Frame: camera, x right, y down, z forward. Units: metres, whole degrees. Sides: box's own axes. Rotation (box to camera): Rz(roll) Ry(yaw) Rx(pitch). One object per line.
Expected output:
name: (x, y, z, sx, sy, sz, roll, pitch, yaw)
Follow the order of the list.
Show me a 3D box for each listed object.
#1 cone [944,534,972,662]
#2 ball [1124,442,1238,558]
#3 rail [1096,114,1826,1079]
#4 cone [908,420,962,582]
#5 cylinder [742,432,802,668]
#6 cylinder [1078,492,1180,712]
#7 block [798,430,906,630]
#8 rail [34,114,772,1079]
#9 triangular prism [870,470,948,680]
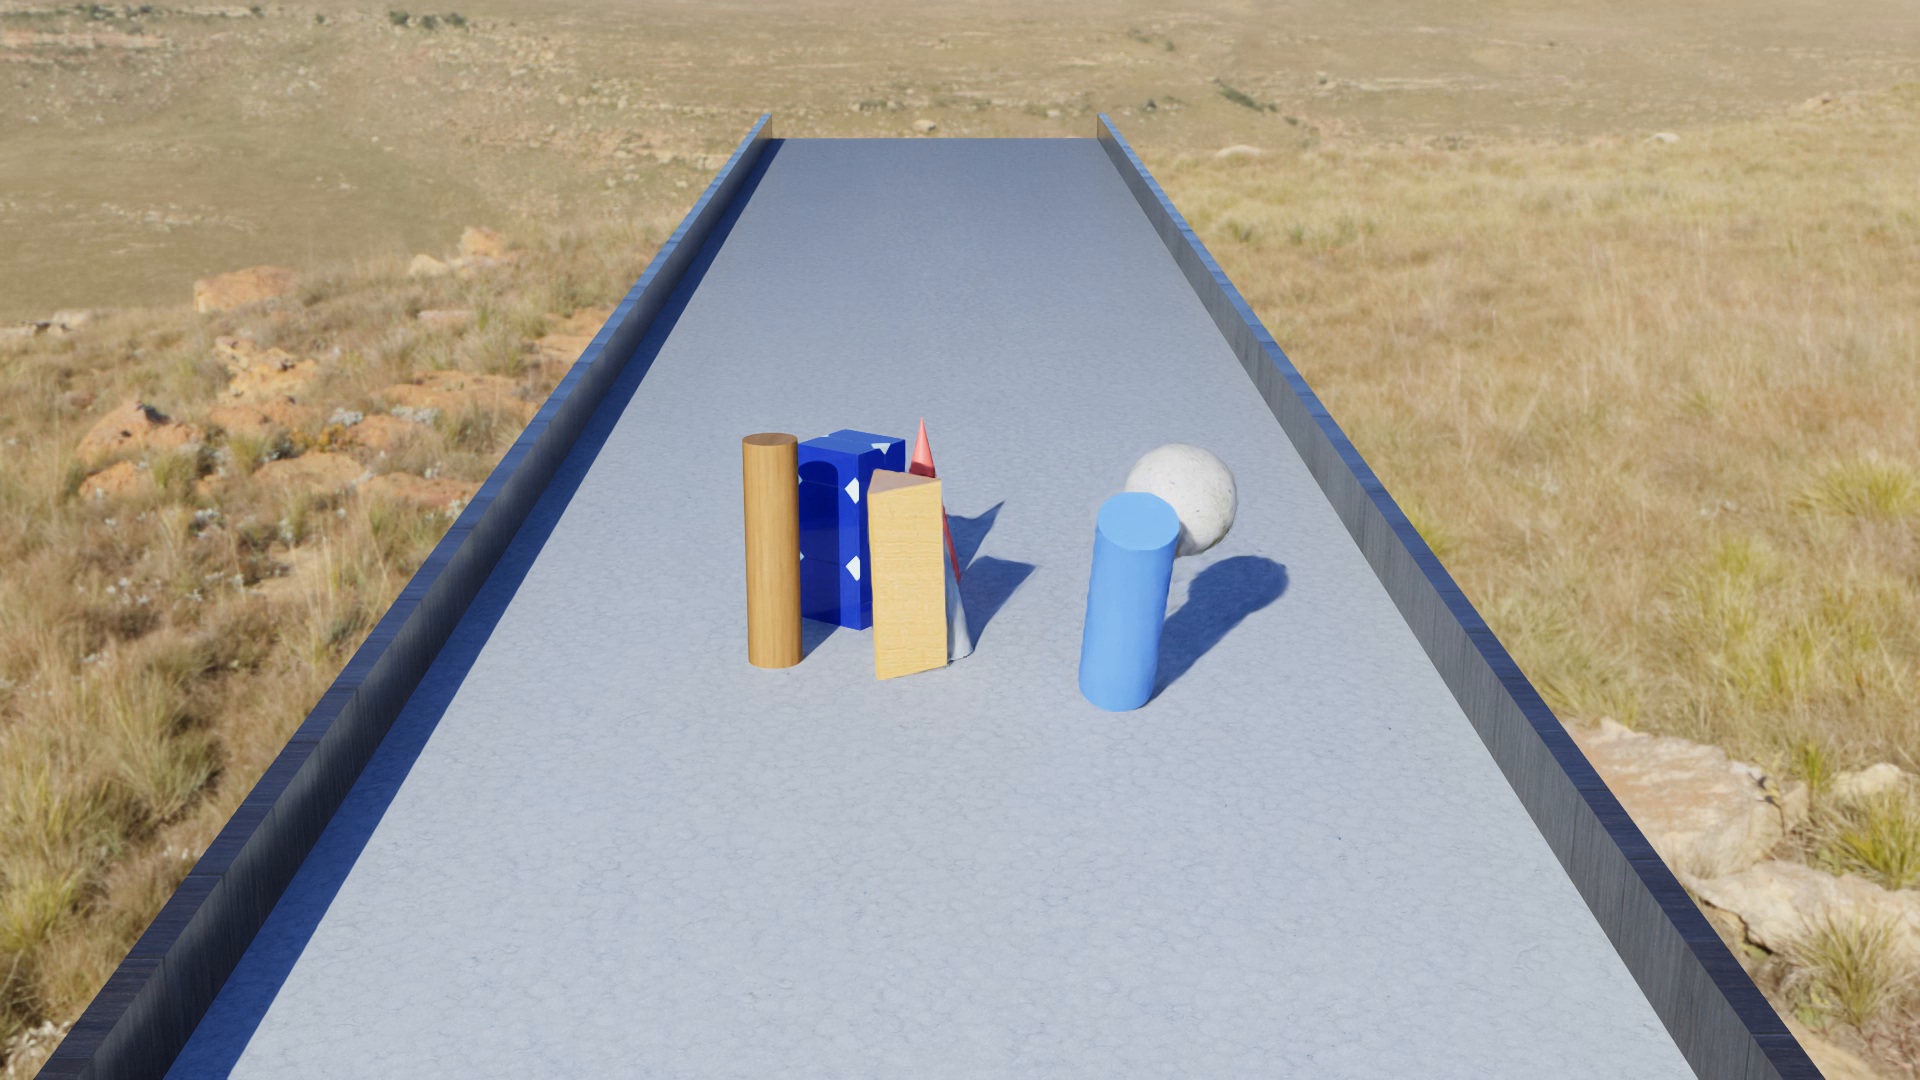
cone: (-0.047, 0.068, 4.416, 0.146, 0.323, 0.146, 0, 20, 0)
ball: (0.413, -0.075, 4.119, 0.216, 0.216, 0.216, 0, 17, 0)
rail: (0.932, -0.844, 7.801, 0.050, 0.150, 12.000, 0, 17, -1)
cone: (-0.083, -0.093, 4.886, 0.173, 0.373, 0.173, 0, 17, 0)
cylinder: (-0.371, 0.022, 4.353, 0.108, 0.456, 0.108, 0, 17, 0)
cylinder: (0.305, 0.119, 4.025, 0.145, 0.446, 0.145, 1, 47, -2)
block: (-0.226, -0.024, 4.642, 0.161, 0.379, 0.161, 11, 20, 34)
rail: (-1.118, -0.838, 7.780, 0.050, 0.150, 12.000, 0, 17, -1)
triangular prism: (-0.128, 0.060, 4.329, 0.153, 0.385, 0.133, -12, 21, -25)
